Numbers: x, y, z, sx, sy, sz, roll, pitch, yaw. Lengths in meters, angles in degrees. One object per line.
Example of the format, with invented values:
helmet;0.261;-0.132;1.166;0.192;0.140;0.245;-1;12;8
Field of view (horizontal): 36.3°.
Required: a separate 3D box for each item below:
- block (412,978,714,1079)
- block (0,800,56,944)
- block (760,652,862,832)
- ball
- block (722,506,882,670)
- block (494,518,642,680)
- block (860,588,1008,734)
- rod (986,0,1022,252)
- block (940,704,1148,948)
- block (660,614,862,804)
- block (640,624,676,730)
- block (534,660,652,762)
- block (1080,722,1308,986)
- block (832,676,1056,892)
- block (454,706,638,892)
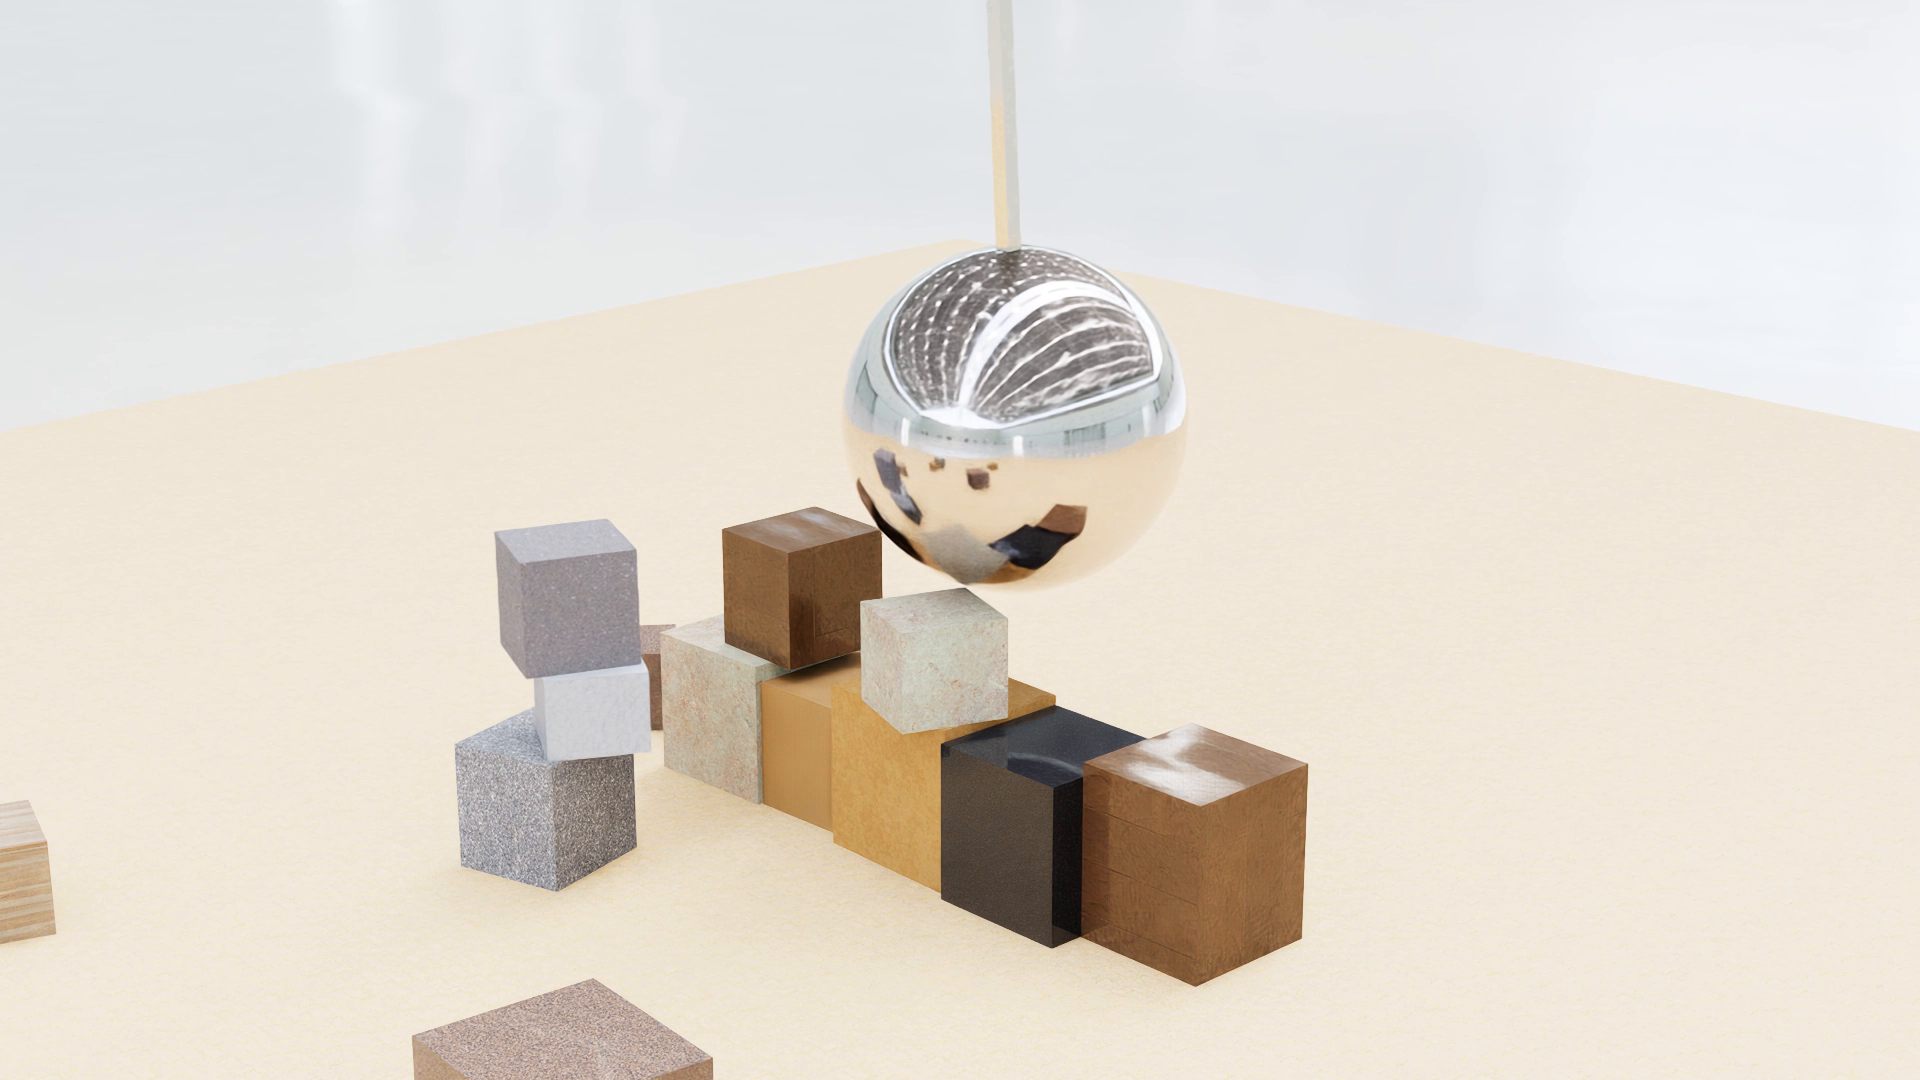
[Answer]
block;-1.381;2.127;10.269;0.738;0.784;0.785;-13;22;-36
block;-4.279;1.476;12.917;0.458;0.439;0.528;-8;19;-24
block;-0.538;0.977;14.188;0.625;0.629;0.560;-17;24;-42
ball;0.251;-0.554;13.431;1.600;1.600;1.600;0;17;0
block;-0.765;0.226;14.276;0.578;0.586;0.518;-15;23;-39
block;-1.780;0.260;13.301;0.531;0.545;0.507;-7;19;-20
block;-0.117;0.537;13.195;0.514;0.472;0.482;-8;19;-23
rod;0.109;-3.750;12.277;0.080;5.200;0.080;17;27;42
block;0.417;1.263;13.071;0.715;0.752;0.706;-16;23;-41
block;-0.968;0.793;14.635;0.750;0.711;0.713;-17;24;-42
block;-1.730;0.721;15.349;0.494;0.421;0.461;-1;18;-5
block;-1.678;0.732;13.352;0.469;0.385;0.428;-5;18;-14
block;1.011;1.347;12.688;0.691;0.821;0.674;-16;23;-41
block;-0.078;1.068;13.619;0.680;0.795;0.796;-15;23;-39
block;-1.910;1.186;13.563;0.563;0.605;0.597;10;20;30
